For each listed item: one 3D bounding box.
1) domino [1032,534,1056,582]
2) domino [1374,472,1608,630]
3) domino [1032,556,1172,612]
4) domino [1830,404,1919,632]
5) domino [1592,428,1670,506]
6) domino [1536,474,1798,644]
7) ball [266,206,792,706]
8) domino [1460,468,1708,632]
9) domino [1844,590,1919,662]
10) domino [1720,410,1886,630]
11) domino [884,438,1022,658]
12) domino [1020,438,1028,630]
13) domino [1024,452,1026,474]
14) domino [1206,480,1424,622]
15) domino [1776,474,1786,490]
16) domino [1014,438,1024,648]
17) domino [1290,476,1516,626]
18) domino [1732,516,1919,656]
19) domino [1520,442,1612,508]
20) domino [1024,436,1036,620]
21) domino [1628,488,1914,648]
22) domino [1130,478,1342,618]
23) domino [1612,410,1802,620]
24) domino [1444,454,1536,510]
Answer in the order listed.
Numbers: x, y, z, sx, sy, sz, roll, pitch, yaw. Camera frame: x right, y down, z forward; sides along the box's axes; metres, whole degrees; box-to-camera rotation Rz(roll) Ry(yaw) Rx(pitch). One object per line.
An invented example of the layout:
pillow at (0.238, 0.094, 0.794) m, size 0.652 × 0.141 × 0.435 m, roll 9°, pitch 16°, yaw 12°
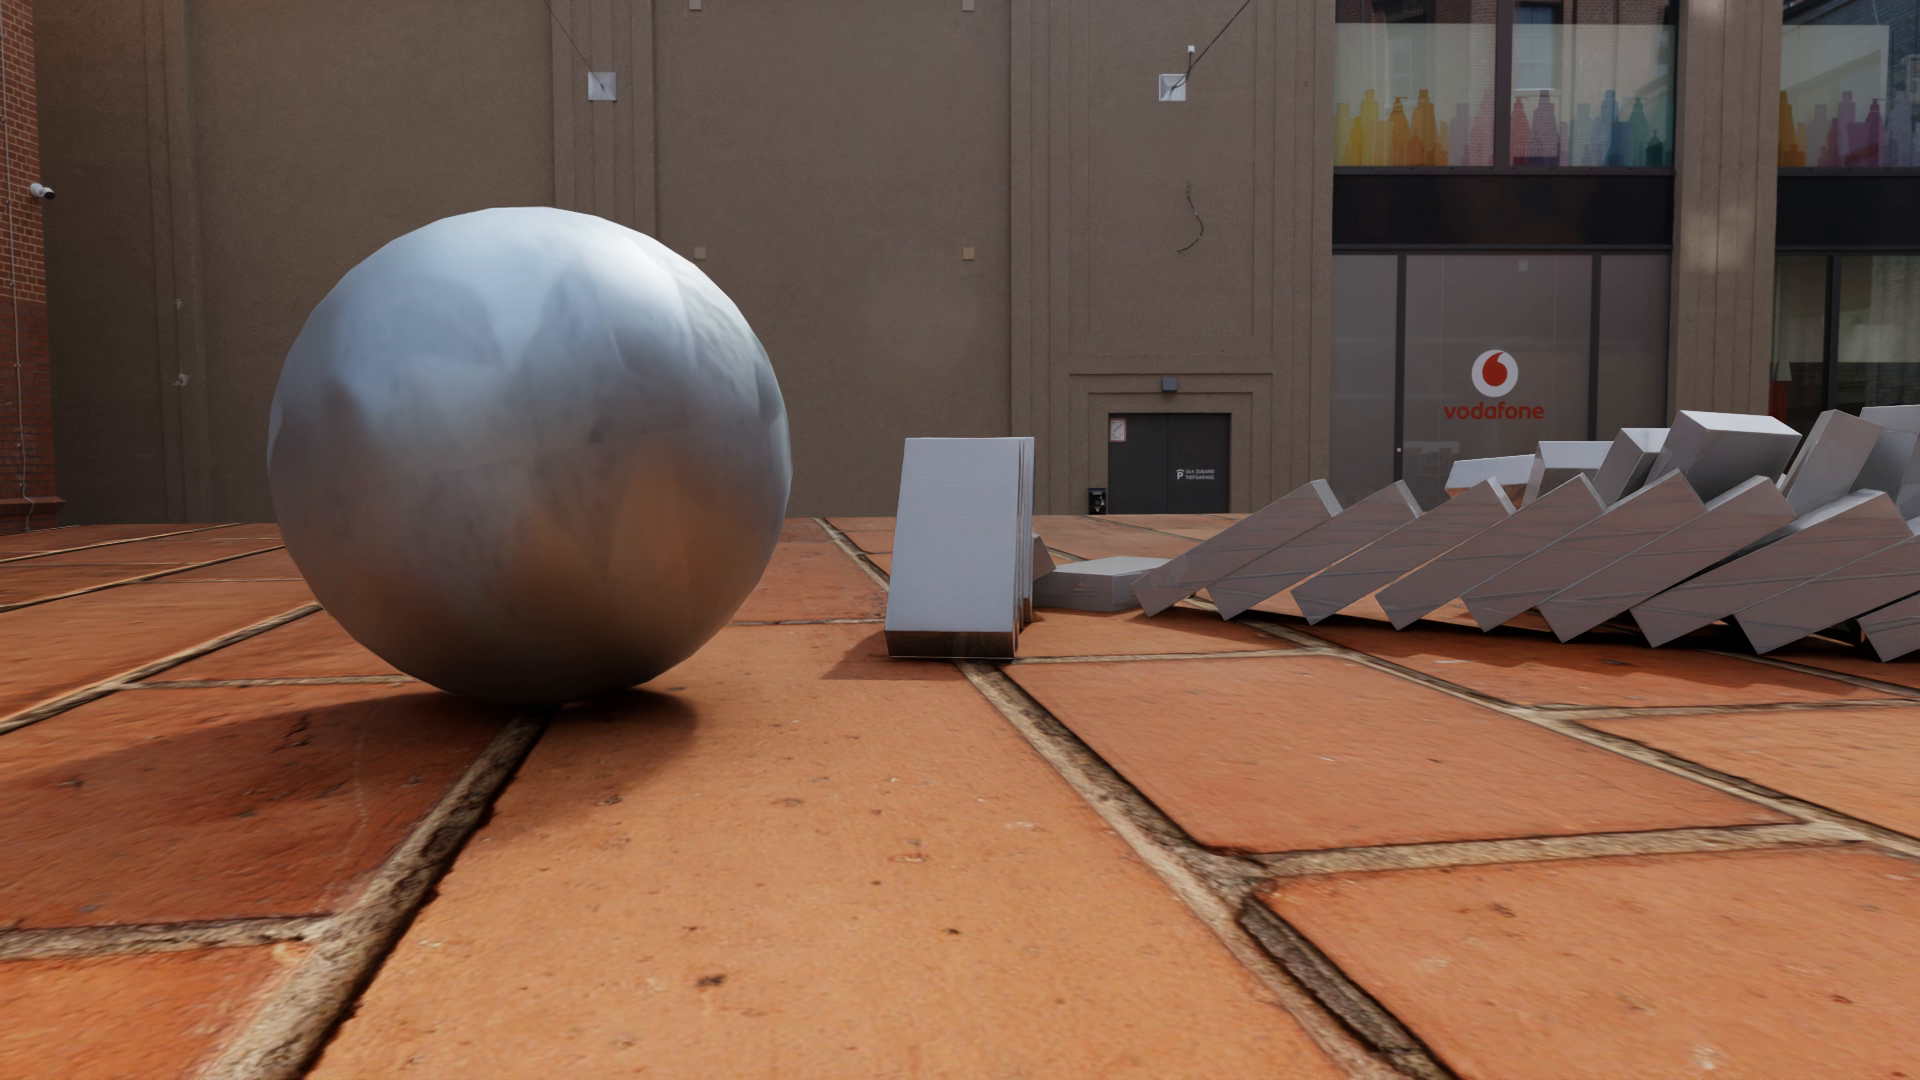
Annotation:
domino at (0.007, 0.007, 0.344) m, size 0.025 × 0.009 × 0.050 m, roll -27°, pitch 8°, yaw -5°
domino at (0.121, 0.003, 0.293) m, size 0.050 × 0.009 × 0.025 m, roll -36°, pitch -12°, yaw 25°
domino at (0.043, 0.012, 0.351) m, size 0.025 × 0.009 × 0.050 m, roll 3°, pitch 5°, yaw 35°
domino at (0.203, -0.004, 0.283) m, size 0.009 × 0.050 × 0.025 m, roll 16°, pitch 6°, yaw 6°
domino at (0.163, -0.004, 0.312) m, size 0.025 × 0.050 × 0.010 m, roll -1°, pitch 40°, yaw -12°
domino at (0.150, 0.004, 0.275) m, size 0.050 × 0.009 × 0.025 m, roll -36°, pitch -12°, yaw 25°
ball at (-0.068, -0.013, 0.209) m, size 0.080 × 0.080 × 0.080 m, roll 0°, pitch 4°, yaw 0°
domino at (0.137, 0.002, 0.283) m, size 0.050 × 0.010 × 0.025 m, roll -36°, pitch -12°, yaw 27°
domino at (0.202, 0.007, 0.251) m, size 0.050 × 0.009 × 0.025 m, roll -31°, pitch -8°, yaw 24°
domino at (0.186, -0.004, 0.286) m, size 0.009 × 0.050 × 0.025 m, roll 27°, pitch 16°, yaw 24°
domino at (-0.001, 0.001, 0.267) m, size 0.025 × 0.050 × 0.009 m, roll 0°, pitch -37°, yaw 5°
domino at (0.003, -0.002, 0.305) m, size 0.025 × 0.050 × 0.010 m, roll 0°, pitch -37°, yaw 5°
domino at (0.001, -0.001, 0.292) m, size 0.025 × 0.050 × 0.009 m, roll 1°, pitch -37°, yaw 5°
domino at (0.086, 0.002, 0.311) m, size 0.050 × 0.010 × 0.025 m, roll -32°, pitch -9°, yaw 22°
domino at (0.250, -0.002, 0.368) m, size 0.025 × 0.009 × 0.050 m, roll -2°, pitch 36°, yaw -37°
domino at (0.001, 0.000, 0.280) m, size 0.025 × 0.050 × 0.009 m, roll 0°, pitch -37°, yaw 5°
domino at (0.104, 0.003, 0.302) m, size 0.050 × 0.009 × 0.025 m, roll -34°, pitch -11°, yaw 25°
domino at (0.184, 0.007, 0.259) m, size 0.050 × 0.009 × 0.025 m, roll -31°, pitch -10°, yaw 25°
domino at (0.158, -0.004, 0.331) m, size 0.025 × 0.050 × 0.009 m, roll 1°, pitch 47°, yaw 10°
domino at (0.006, -0.003, 0.318) m, size 0.025 × 0.050 × 0.009 m, roll -1°, pitch -37°, yaw 6°
domino at (0.167, 0.006, 0.268) m, size 0.050 × 0.009 × 0.025 m, roll -31°, pitch -10°, yaw 25°
domino at (0.069, 0.002, 0.317) m, size 0.050 × 0.010 × 0.025 m, roll -32°, pitch -8°, yaw 22°
domino at (0.169, -0.005, 0.297) m, size 0.025 × 0.050 × 0.010 m, roll 2°, pitch 31°, yaw -13°
domino at (0.158, -0.004, 0.352) m, size 0.050 × 0.009 × 0.025 m, roll 41°, pitch -25°, yaw -29°
